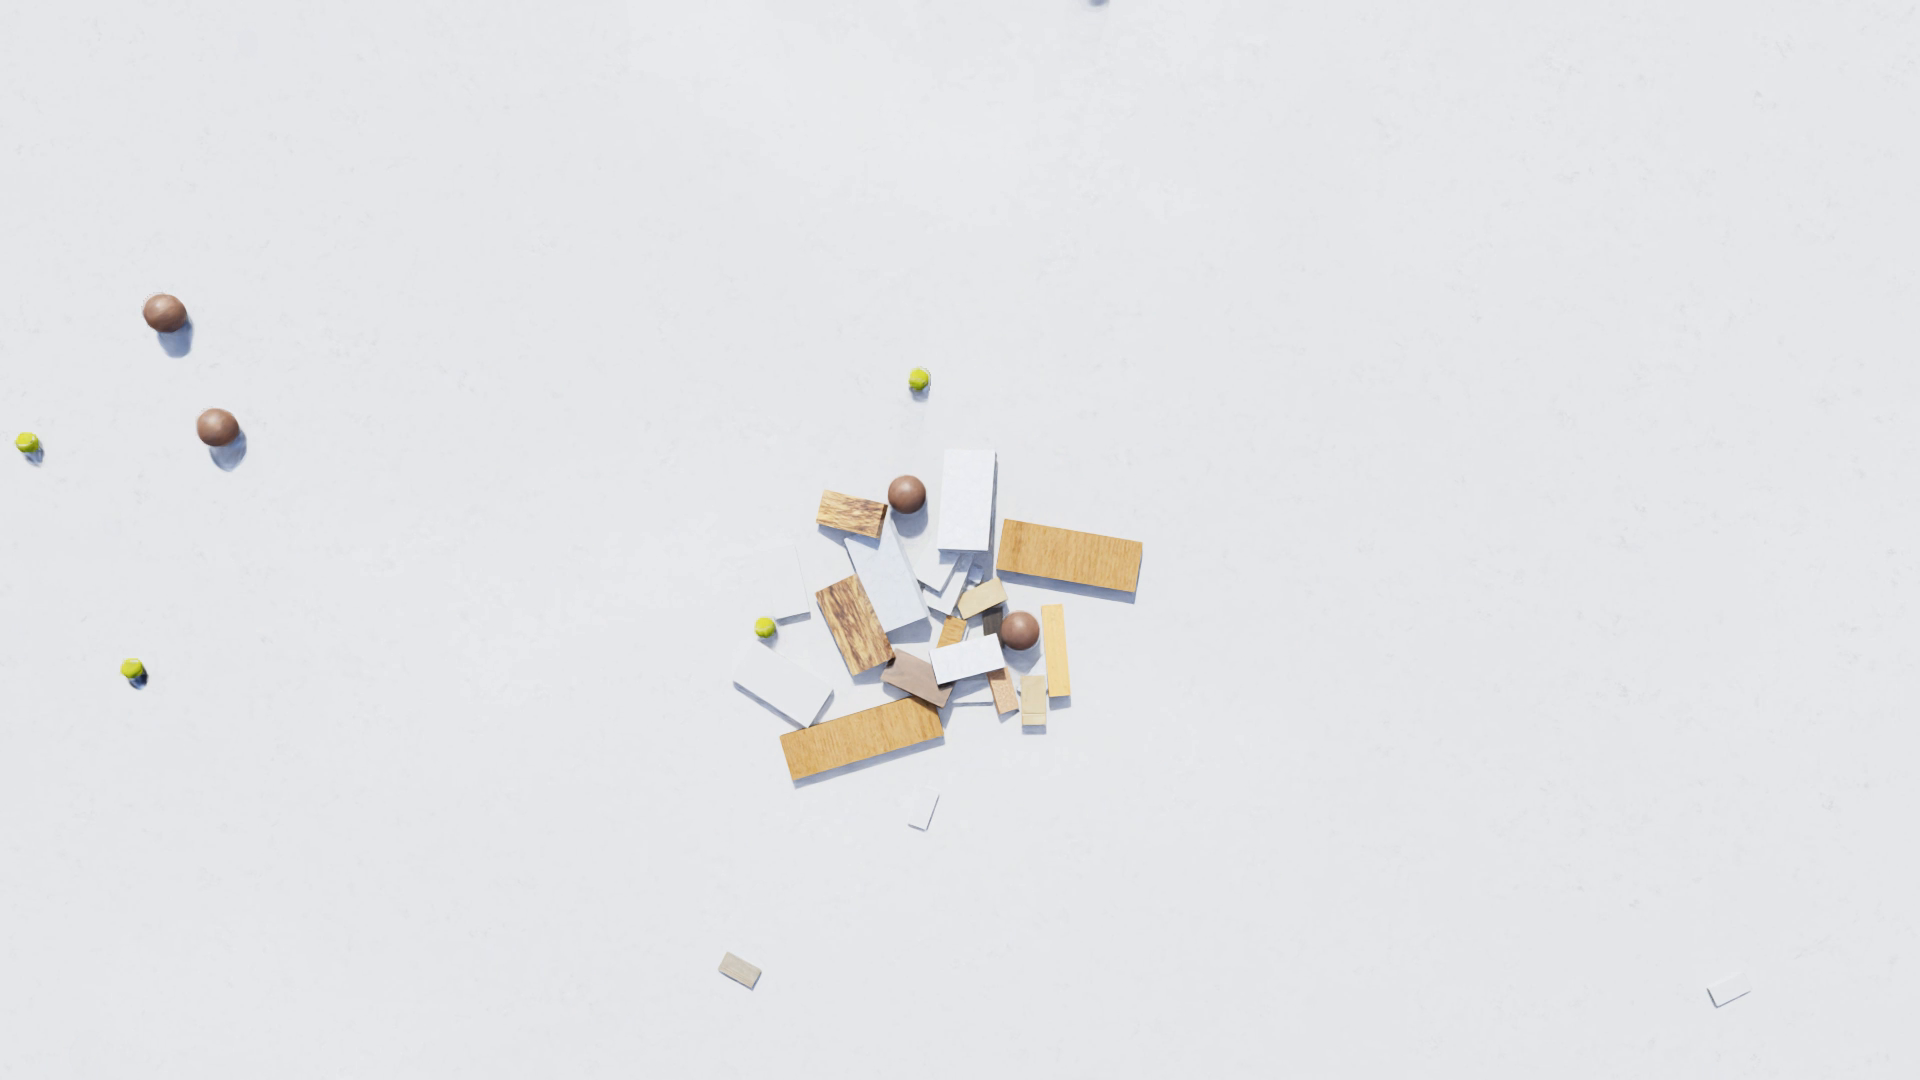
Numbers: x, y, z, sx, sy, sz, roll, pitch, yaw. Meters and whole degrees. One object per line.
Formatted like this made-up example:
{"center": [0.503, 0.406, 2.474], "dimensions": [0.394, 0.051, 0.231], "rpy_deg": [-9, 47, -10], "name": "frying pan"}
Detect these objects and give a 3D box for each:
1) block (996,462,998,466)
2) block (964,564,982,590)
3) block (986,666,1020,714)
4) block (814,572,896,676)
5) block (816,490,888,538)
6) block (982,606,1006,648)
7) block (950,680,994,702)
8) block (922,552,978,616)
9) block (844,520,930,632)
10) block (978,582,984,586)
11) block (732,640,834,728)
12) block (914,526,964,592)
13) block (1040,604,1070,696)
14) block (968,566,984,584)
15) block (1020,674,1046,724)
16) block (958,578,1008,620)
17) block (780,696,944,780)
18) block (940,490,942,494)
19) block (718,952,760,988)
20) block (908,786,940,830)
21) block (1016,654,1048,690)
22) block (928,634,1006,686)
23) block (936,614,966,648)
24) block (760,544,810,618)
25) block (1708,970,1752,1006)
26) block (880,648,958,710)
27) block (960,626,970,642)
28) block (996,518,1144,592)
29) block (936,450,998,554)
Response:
{"center": [0.061, -0.250, 5.492], "dimensions": [0.119, 0.017, 0.059], "rpy_deg": [18, 90, 0], "name": "block"}
{"center": [0.037, 0.120, 5.494], "dimensions": [0.045, 0.013, 0.091], "rpy_deg": [21, 90, 0], "name": "block"}
{"center": [0.142, 0.498, 5.478], "dimensions": [0.072, 0.020, 0.144], "rpy_deg": [-16, 90, -21], "name": "block"}
{"center": [-0.348, 0.280, 5.455], "dimensions": [0.152, 0.043, 0.303], "rpy_deg": [-25, 90, 19], "name": "block"}
{"center": [-0.357, -0.086, 5.437], "dimensions": [0.230, 0.033, 0.115], "rpy_deg": [14, 88, 24], "name": "block"}
{"center": [0.111, 0.293, 5.484], "dimensions": [0.069, 0.020, 0.139], "rpy_deg": [-4, 95, 0], "name": "block"}
{"center": [0.037, 0.503, 5.490], "dimensions": [0.144, 0.020, 0.072], "rpy_deg": [-2, 90, 0], "name": "block"}
{"center": [-0.036, 0.122, 5.469], "dimensions": [0.115, 0.033, 0.230], "rpy_deg": [22, 90, 15], "name": "block"}
{"center": [-0.240, 0.122, 5.450], "dimensions": [0.169, 0.048, 0.338], "rpy_deg": [-22, 90, 19], "name": "block"}
{"center": [0.068, 0.185, 5.494], "dimensions": [0.045, 0.013, 0.091], "rpy_deg": [28, 90, 0], "name": "block"}
{"center": [-0.590, 0.476, 5.479], "dimensions": [0.303, 0.043, 0.152], "rpy_deg": [33, 90, 0], "name": "block"}
{"center": [-0.056, 0.043, 5.448], "dimensions": [0.115, 0.033, 0.230], "rpy_deg": [29, 92, 15], "name": "block"}
{"center": [0.317, 0.365, 5.470], "dimensions": [0.072, 0.020, 0.303], "rpy_deg": [-4, 84, -6], "name": "block"}
{"center": [0.034, 0.107, 5.476], "dimensions": [0.091, 0.013, 0.045], "rpy_deg": [23, 91, 15], "name": "block"}
{"center": [0.243, 0.530, 5.466], "dimensions": [0.081, 0.023, 0.162], "rpy_deg": [-1, 90, 0], "name": "block"}
{"center": [0.072, 0.194, 5.461], "dimensions": [0.162, 0.023, 0.081], "rpy_deg": [-26, 74, 10], "name": "block"}
{"center": [-0.326, 0.648, 5.479], "dimensions": [0.524, 0.043, 0.152], "rpy_deg": [-17, 90, 0], "name": "block"}
{"center": [0.000, -0.157, 5.474], "dimensions": [0.119, 0.017, 0.059], "rpy_deg": [28, 97, 10], "name": "block"}
{"center": [-0.734, 1.430, 5.491], "dimensions": [0.130, 0.018, 0.065], "rpy_deg": [29, 90, 0], "name": "block"}
{"center": [-0.122, 0.891, 5.491], "dimensions": [0.065, 0.018, 0.130], "rpy_deg": [20, 90, 0], "name": "block"}
{"center": [0.269, 0.455, 5.489], "dimensions": [0.081, 0.023, 0.162], "rpy_deg": [37, 90, 0], "name": "block"}
{"center": [0.023, 0.394, 5.434], "dimensions": [0.230, 0.033, 0.115], "rpy_deg": [-14, 78, -7], "name": "block"}
{"center": [-0.031, 0.324, 5.471], "dimensions": [0.069, 0.020, 0.139], "rpy_deg": [18, 90, 0], "name": "block"}
{"center": [-0.580, 0.137, 5.484], "dimensions": [0.115, 0.033, 0.230], "rpy_deg": [-13, 90, 0], "name": "block"}
{"center": [2.562, 1.492, 5.491], "dimensions": [0.130, 0.018, 0.065], "rpy_deg": [-26, 90, 0], "name": "block"}
{"center": [-0.134, 0.458, 5.454], "dimensions": [0.230, 0.033, 0.115], "rpy_deg": [25, 75, 8], "name": "block"}
{"center": [-0.025, 0.345, 5.490], "dimensions": [0.069, 0.020, 0.139], "rpy_deg": [18, 90, 0], "name": "block"}
{"center": [0.363, 0.051, 5.476], "dimensions": [0.465, 0.048, 0.169], "rpy_deg": [10, 90, 0], "name": "block"}
{"center": [0.024, -0.128, 5.416], "dimensions": [0.169, 0.048, 0.338], "rpy_deg": [2, 77, 10], "name": "block"}
